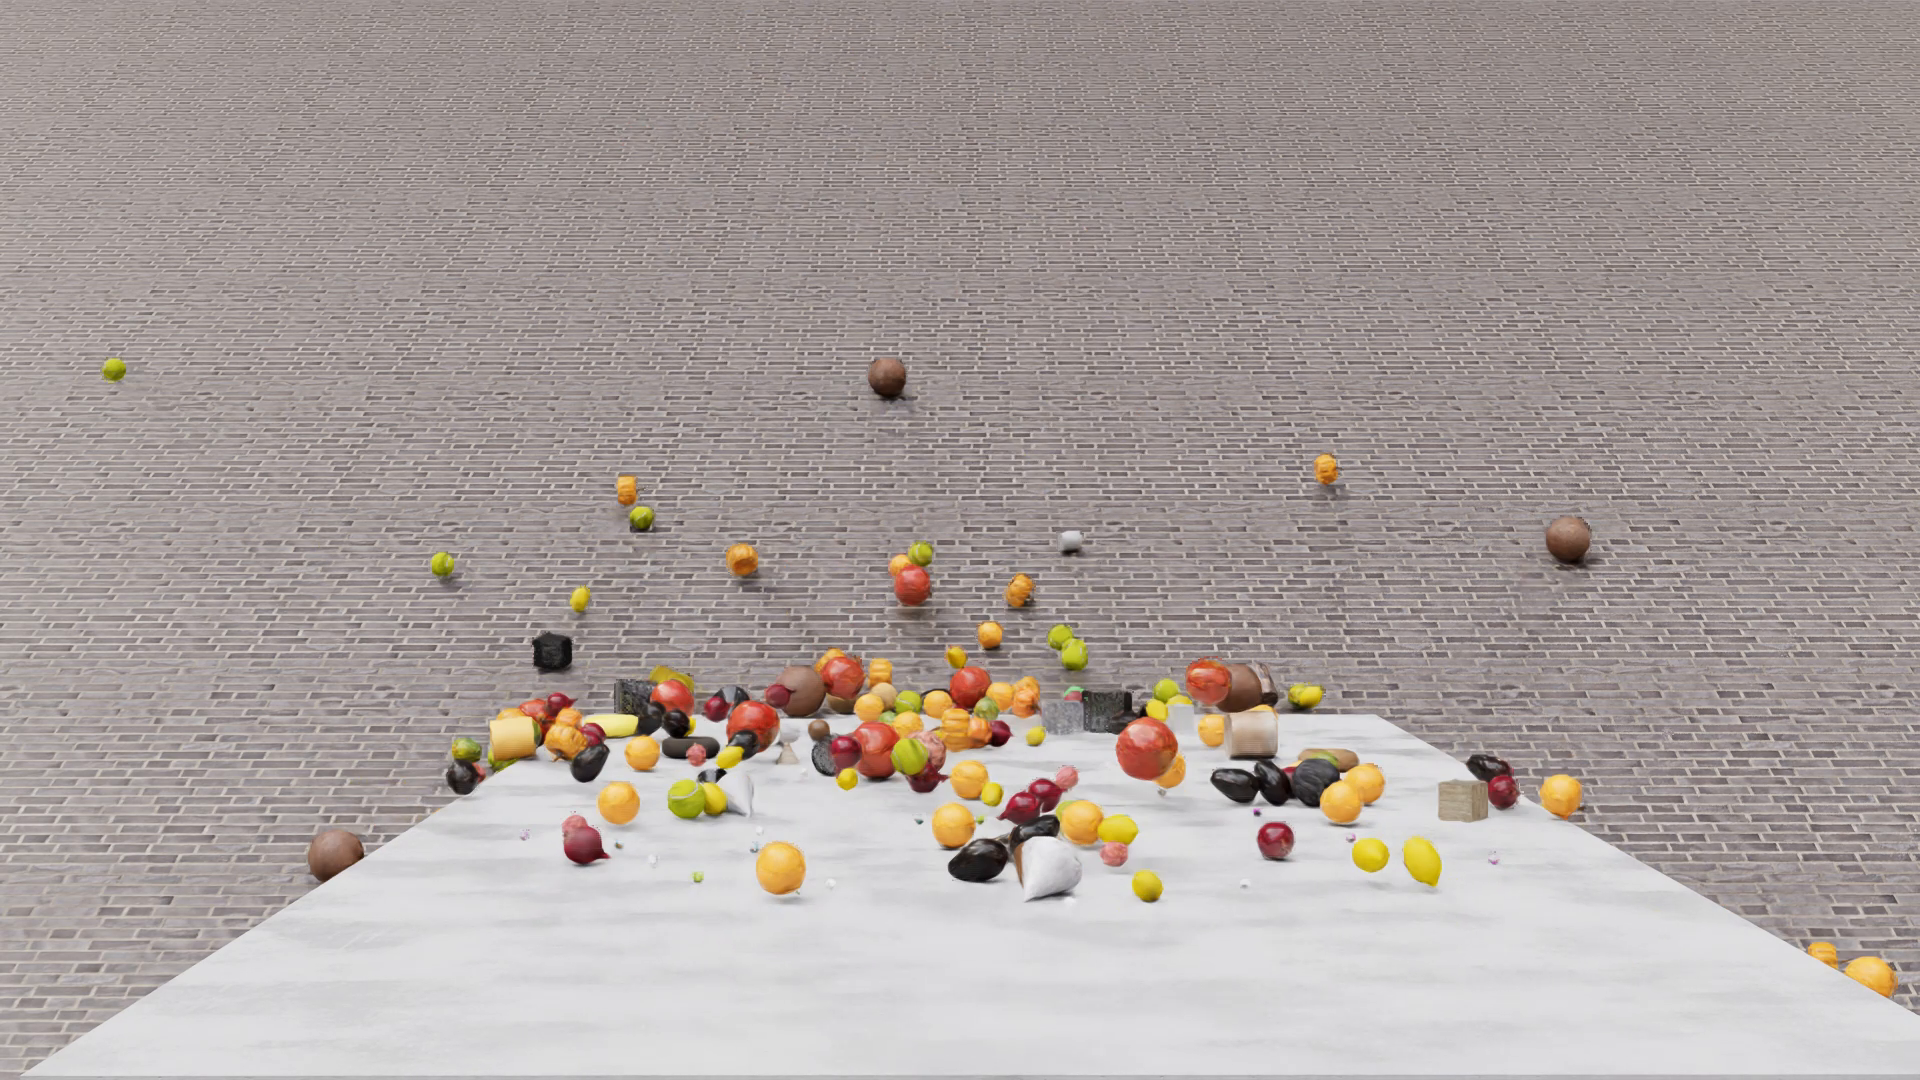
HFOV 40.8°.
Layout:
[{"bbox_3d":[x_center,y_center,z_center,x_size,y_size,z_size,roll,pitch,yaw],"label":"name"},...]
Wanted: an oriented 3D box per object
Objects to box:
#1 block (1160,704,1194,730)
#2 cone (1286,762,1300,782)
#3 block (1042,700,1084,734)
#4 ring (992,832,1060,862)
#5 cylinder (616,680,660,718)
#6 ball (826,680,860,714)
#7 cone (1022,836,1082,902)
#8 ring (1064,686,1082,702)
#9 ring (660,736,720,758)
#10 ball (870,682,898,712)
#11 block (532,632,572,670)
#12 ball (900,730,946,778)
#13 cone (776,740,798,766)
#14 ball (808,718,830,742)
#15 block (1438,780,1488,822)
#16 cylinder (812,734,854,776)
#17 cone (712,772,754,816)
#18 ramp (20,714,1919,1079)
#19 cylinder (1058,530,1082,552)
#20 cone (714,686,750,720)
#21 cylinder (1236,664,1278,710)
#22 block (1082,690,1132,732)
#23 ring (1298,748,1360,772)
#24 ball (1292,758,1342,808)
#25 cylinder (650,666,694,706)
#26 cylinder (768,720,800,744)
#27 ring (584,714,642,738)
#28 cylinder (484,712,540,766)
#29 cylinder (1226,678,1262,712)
[{"bbox_3d":[0.518,0.424,6.177,0.059,0.059,0.059,-1,1,-22],"label":"block"},{"bbox_3d":[0.662,0.467,5.012,0.054,0.054,0.054,2,28,5],"label":"cone"},{"bbox_3d":[0.242,0.419,6.105,0.073,0.073,0.073,-1,1,-25],"label":"block"},{"bbox_3d":[0.106,0.483,4.045,0.114,0.038,0.114,0,3,0],"label":"ring"},{"bbox_3d":[-0.809,0.400,6.480,0.094,0.094,0.094,0,25,-20],"label":"cylinder"},{"bbox_3d":[-0.307,0.409,6.742,0.088,0.088,0.088,0,26,0],"label":"ball"},{"bbox_3d":[0.111,0.488,3.671,0.096,0.096,0.096,12,33,22],"label":"cone"},{"bbox_3d":[0.293,0.406,6.413,0.029,0.087,0.087,-22,34,-39],"label":"ring"},{"bbox_3d":[-0.581,0.447,5.563,0.128,0.043,0.128,1,0,0],"label":"ring"},{"bbox_3d":[-0.199,0.411,6.736,0.077,0.077,0.077,0,26,0],"label":"ball"},{"bbox_3d":[-1.102,0.301,6.970,0.073,0.073,0.073,9,18,23],"label":"block"},{"bbox_3d":[-0.075,0.429,5.177,0.095,0.095,0.095,0,26,0],"label":"ball"},{"bbox_3d":[-0.363,0.445,5.426,0.051,0.051,0.051,0,1,0],"label":"cone"},{"bbox_3d":[-0.323,0.435,5.896,0.051,0.051,0.051,0,26,0],"label":"ball"},{"bbox_3d":[0.883,0.458,4.530,0.065,0.065,0.065,1,2,38],"label":"block"},{"bbox_3d":[-0.258,0.436,5.241,0.078,0.078,0.078,2,1,3],"label":"cylinder"},{"bbox_3d":[-0.389,0.470,4.600,0.084,0.084,0.084,-12,33,-23],"label":"cone"},{"bbox_3d":[0.060,0.539,4.575,2.000,0.100,4.000,0,1,0],"label":"ramp"},{"bbox_3d":[0.324,0.002,7.601,0.057,0.057,0.057,-8,27,-14],"label":"cylinder"},{"bbox_3d":[-0.572,0.428,6.442,0.092,0.092,0.092,-1,28,-2],"label":"cone"},{"bbox_3d":[0.779,0.388,6.758,0.090,0.090,0.090,-7,53,-14],"label":"cylinder"},{"bbox_3d":[0.351,0.407,6.152,0.094,0.094,0.094,0,1,-15],"label":"block"},{"bbox_3d":[0.757,0.452,5.300,0.125,0.042,0.125,1,2,0],"label":"ring"},{"bbox_3d":[0.649,0.441,4.701,0.090,0.090,0.090,0,26,0],"label":"ball"},{"bbox_3d":[-0.758,0.385,6.767,0.085,0.085,0.085,23,10,-37],"label":"cylinder"},{"bbox_3d":[-0.394,0.428,5.760,0.052,0.052,0.052,1,22,-36],"label":"cylinder"},{"bbox_3d":[-0.813,0.435,6.034,0.137,0.046,0.137,-1,2,0],"label":"ring"},{"bbox_3d":[-0.956,0.424,5.508,0.087,0.087,0.087,-25,33,-14],"label":"cylinder"},{"bbox_3d":[0.737,0.401,6.677,0.066,0.066,0.066,-34,12,28],"label":"cylinder"}]
